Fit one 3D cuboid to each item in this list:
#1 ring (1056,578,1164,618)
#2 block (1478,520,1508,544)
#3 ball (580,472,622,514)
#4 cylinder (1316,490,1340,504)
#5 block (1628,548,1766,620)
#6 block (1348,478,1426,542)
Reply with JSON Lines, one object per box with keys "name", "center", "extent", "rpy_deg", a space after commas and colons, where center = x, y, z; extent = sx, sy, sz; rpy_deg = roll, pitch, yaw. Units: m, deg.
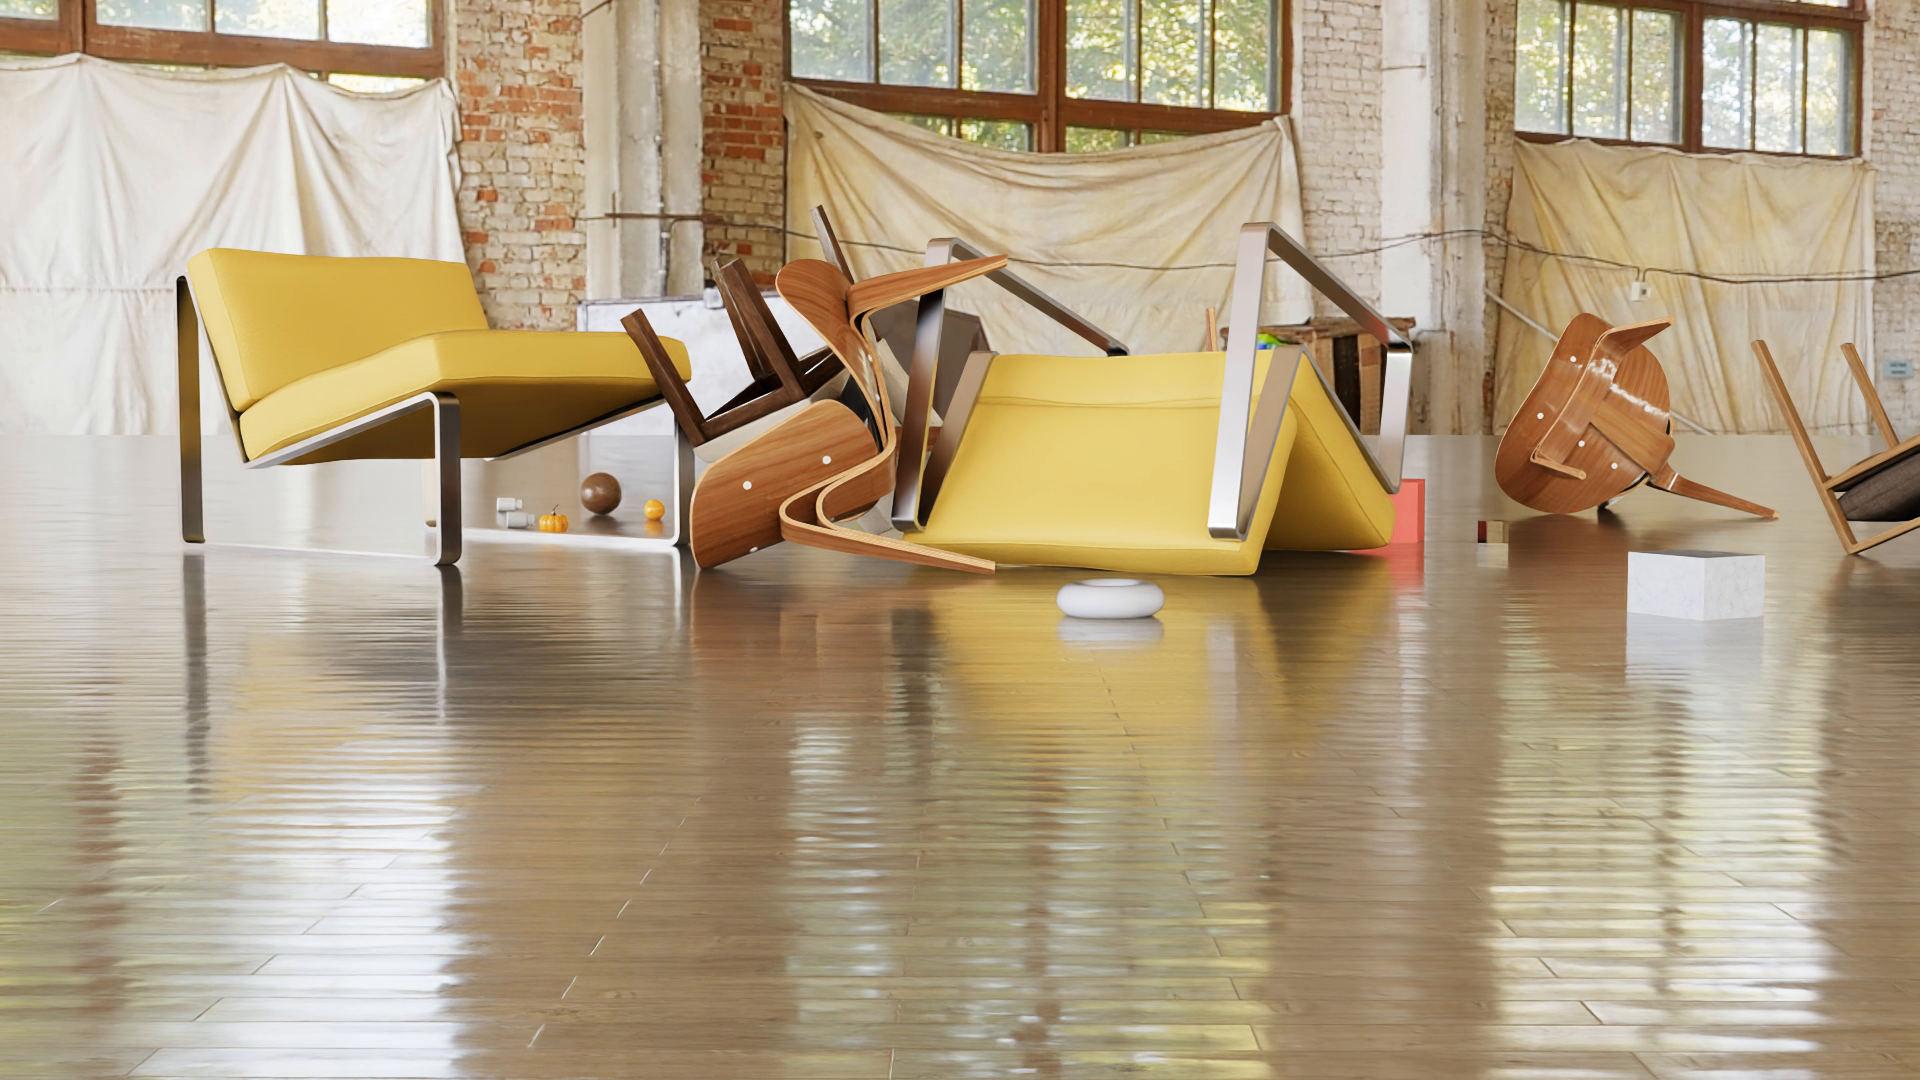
{"name": "ring", "center": [0.299, 0.117, 4.375], "extent": [0.217, 0.066, 0.217], "rpy_deg": [-1, 5, -2]}
{"name": "block", "center": [1.551, -0.023, 6.398], "extent": [0.068, 0.066, 0.058], "rpy_deg": [-1, 4, -15]}
{"name": "ball", "center": [-1.283, -0.166, 7.862], "extent": [0.152, 0.152, 0.152], "rpy_deg": [0, 4, 0]}
{"name": "cylinder", "center": [1.430, -0.167, 8.541], "extent": [0.088, 0.059, 0.101], "rpy_deg": [1, 3, 16]}
{"name": "block", "center": [1.469, 0.087, 4.392], "extent": [0.170, 0.121, 0.195], "rpy_deg": [-2, 5, -30]}
{"name": "block", "center": [1.280, -0.091, 6.587], "extent": [0.199, 0.176, 0.276], "rpy_deg": [1, 4, 16]}
